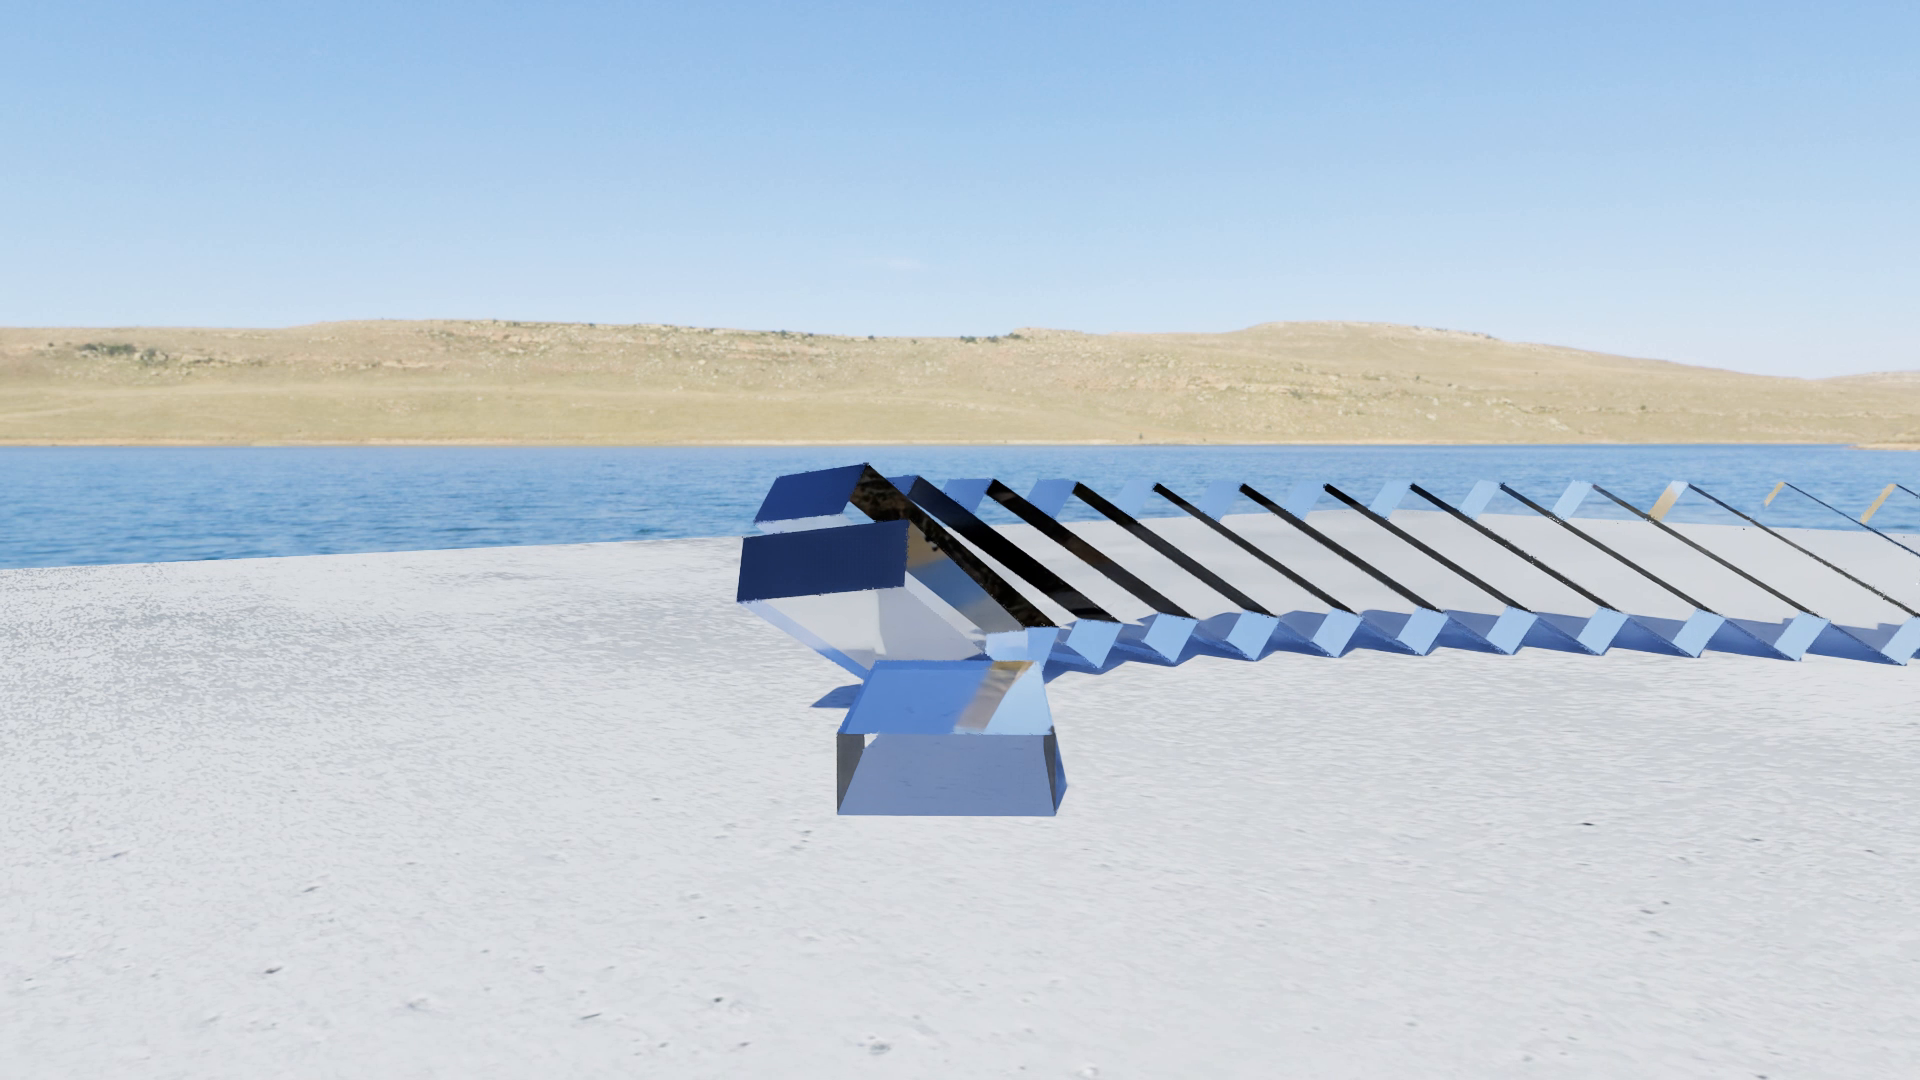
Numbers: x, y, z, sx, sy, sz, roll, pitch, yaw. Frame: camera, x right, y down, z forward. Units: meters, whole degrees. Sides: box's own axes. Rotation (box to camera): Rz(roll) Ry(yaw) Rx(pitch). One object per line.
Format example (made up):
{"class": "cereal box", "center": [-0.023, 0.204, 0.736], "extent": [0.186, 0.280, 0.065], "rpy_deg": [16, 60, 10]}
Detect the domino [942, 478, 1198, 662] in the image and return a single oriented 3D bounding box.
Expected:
{"class": "domino", "center": [0.019, 0.006, 0.249], "extent": [0.050, 0.009, 0.025], "rpy_deg": [34, -9, -18]}

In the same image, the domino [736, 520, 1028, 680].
{"class": "domino", "center": [-0.010, 0.012, 0.194], "extent": [0.025, 0.009, 0.050], "rpy_deg": [-6, -23, 20]}

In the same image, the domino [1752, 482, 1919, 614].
{"class": "domino", "center": [0.187, 0.006, 0.258], "extent": [0.050, 0.009, 0.025], "rpy_deg": [37, 20, 23]}

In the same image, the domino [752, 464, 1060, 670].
{"class": "domino", "center": [-0.009, 0.006, 0.220], "extent": [0.025, 0.010, 0.050], "rpy_deg": [-4, -36, 48]}

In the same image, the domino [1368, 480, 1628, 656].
{"class": "domino", "center": [0.112, 0.005, 0.271], "extent": [0.050, 0.009, 0.025], "rpy_deg": [33, 7, 4]}

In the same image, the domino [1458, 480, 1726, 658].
{"class": "domino", "center": [0.131, 0.005, 0.270], "extent": [0.050, 0.010, 0.025], "rpy_deg": [33, 10, 8]}

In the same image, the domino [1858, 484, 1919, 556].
{"class": "domino", "center": [0.203, 0.007, 0.249], "extent": [0.050, 0.009, 0.025], "rpy_deg": [38, 22, 26]}

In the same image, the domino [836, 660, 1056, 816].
{"class": "domino", "center": [-0.001, 0.025, 0.171], "extent": [0.025, 0.009, 0.050], "rpy_deg": [0, 4, 1]}

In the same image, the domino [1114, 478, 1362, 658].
{"class": "domino", "center": [0.056, 0.005, 0.265], "extent": [0.050, 0.009, 0.025], "rpy_deg": [33, 1, -7]}

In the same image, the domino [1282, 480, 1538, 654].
{"class": "domino", "center": [0.093, 0.005, 0.271], "extent": [0.050, 0.009, 0.025], "rpy_deg": [32, 5, 0]}

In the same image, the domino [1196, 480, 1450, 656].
{"class": "domino", "center": [0.074, 0.005, 0.268], "extent": [0.050, 0.009, 0.025], "rpy_deg": [32, 2, -5]}

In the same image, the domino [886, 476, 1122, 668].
{"class": "domino", "center": [0.004, 0.006, 0.238], "extent": [0.050, 0.009, 0.025], "rpy_deg": [35, -15, -24]}

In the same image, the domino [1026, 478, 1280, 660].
{"class": "domino", "center": [0.037, 0.005, 0.258], "extent": [0.050, 0.009, 0.025], "rpy_deg": [33, -5, -14]}

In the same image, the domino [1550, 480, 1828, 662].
{"class": "domino", "center": [0.150, 0.005, 0.267], "extent": [0.050, 0.009, 0.025], "rpy_deg": [34, 13, 12]}

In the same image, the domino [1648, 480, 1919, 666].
{"class": "domino", "center": [0.169, 0.005, 0.264], "extent": [0.050, 0.009, 0.025], "rpy_deg": [35, 16, 17]}
